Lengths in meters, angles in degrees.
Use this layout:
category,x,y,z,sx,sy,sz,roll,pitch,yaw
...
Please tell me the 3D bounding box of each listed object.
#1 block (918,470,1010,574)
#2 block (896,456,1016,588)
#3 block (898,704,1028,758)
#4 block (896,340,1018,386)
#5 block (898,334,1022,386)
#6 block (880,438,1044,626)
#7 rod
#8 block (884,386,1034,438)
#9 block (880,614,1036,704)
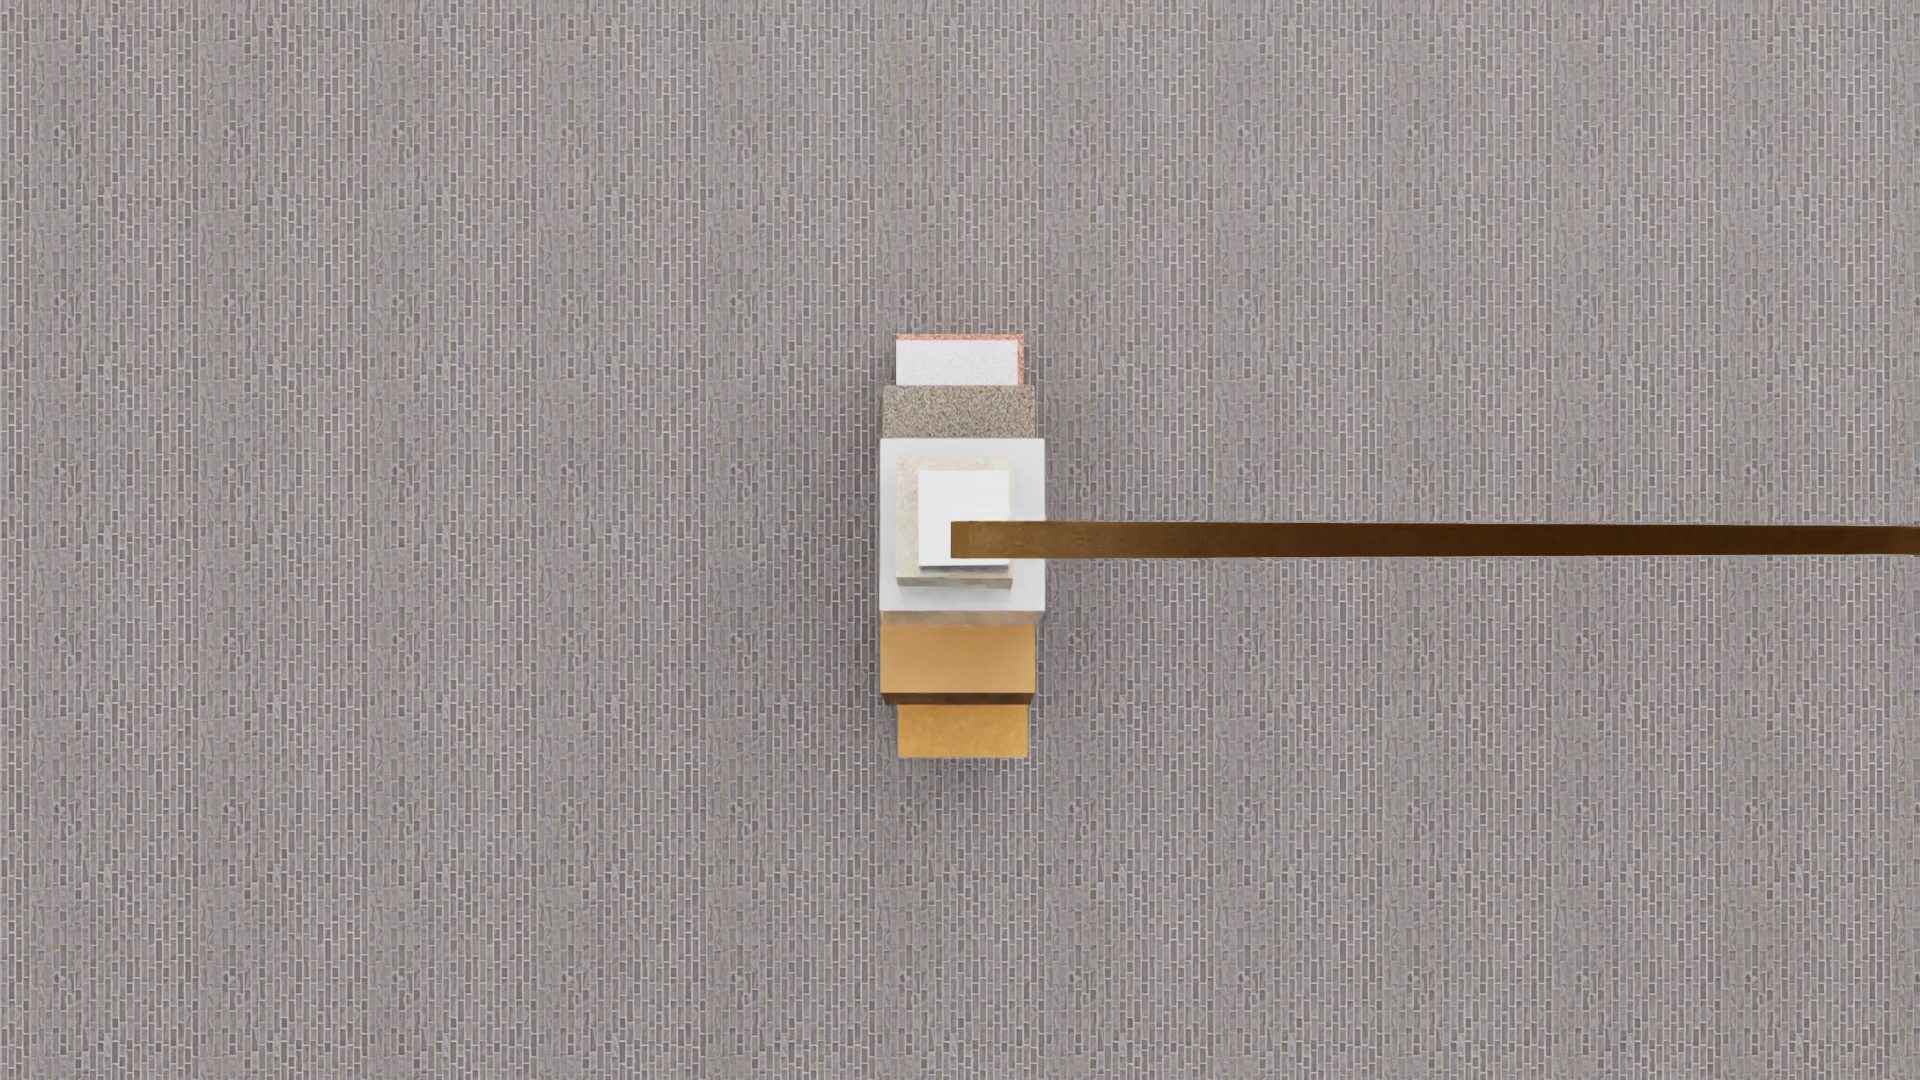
category,x,y,z,sx,sy,sz,roll,pitch,yaw
block,0.016,-0.073,9.358,0.378,0.364,0.396,-1,84,0
block,-0.019,-0.072,9.777,0.512,0.467,0.528,1,83,0
block,0.014,0.751,11.765,0.676,0.666,0.654,0,101,0
block,-0.016,-0.679,11.722,0.627,0.628,0.699,0,88,0
block,0.000,-0.807,12.669,0.706,0.662,0.696,0,90,0
block,0.010,-0.025,10.351,0.748,0.670,0.792,0,82,0
rod,2.212,0.000,6.032,5.200,0.080,0.080,0,90,-32
block,-0.004,-0.427,11.087,0.742,0.626,0.647,0,88,0
block,-0.010,0.402,11.009,0.746,0.753,0.790,0,82,0
